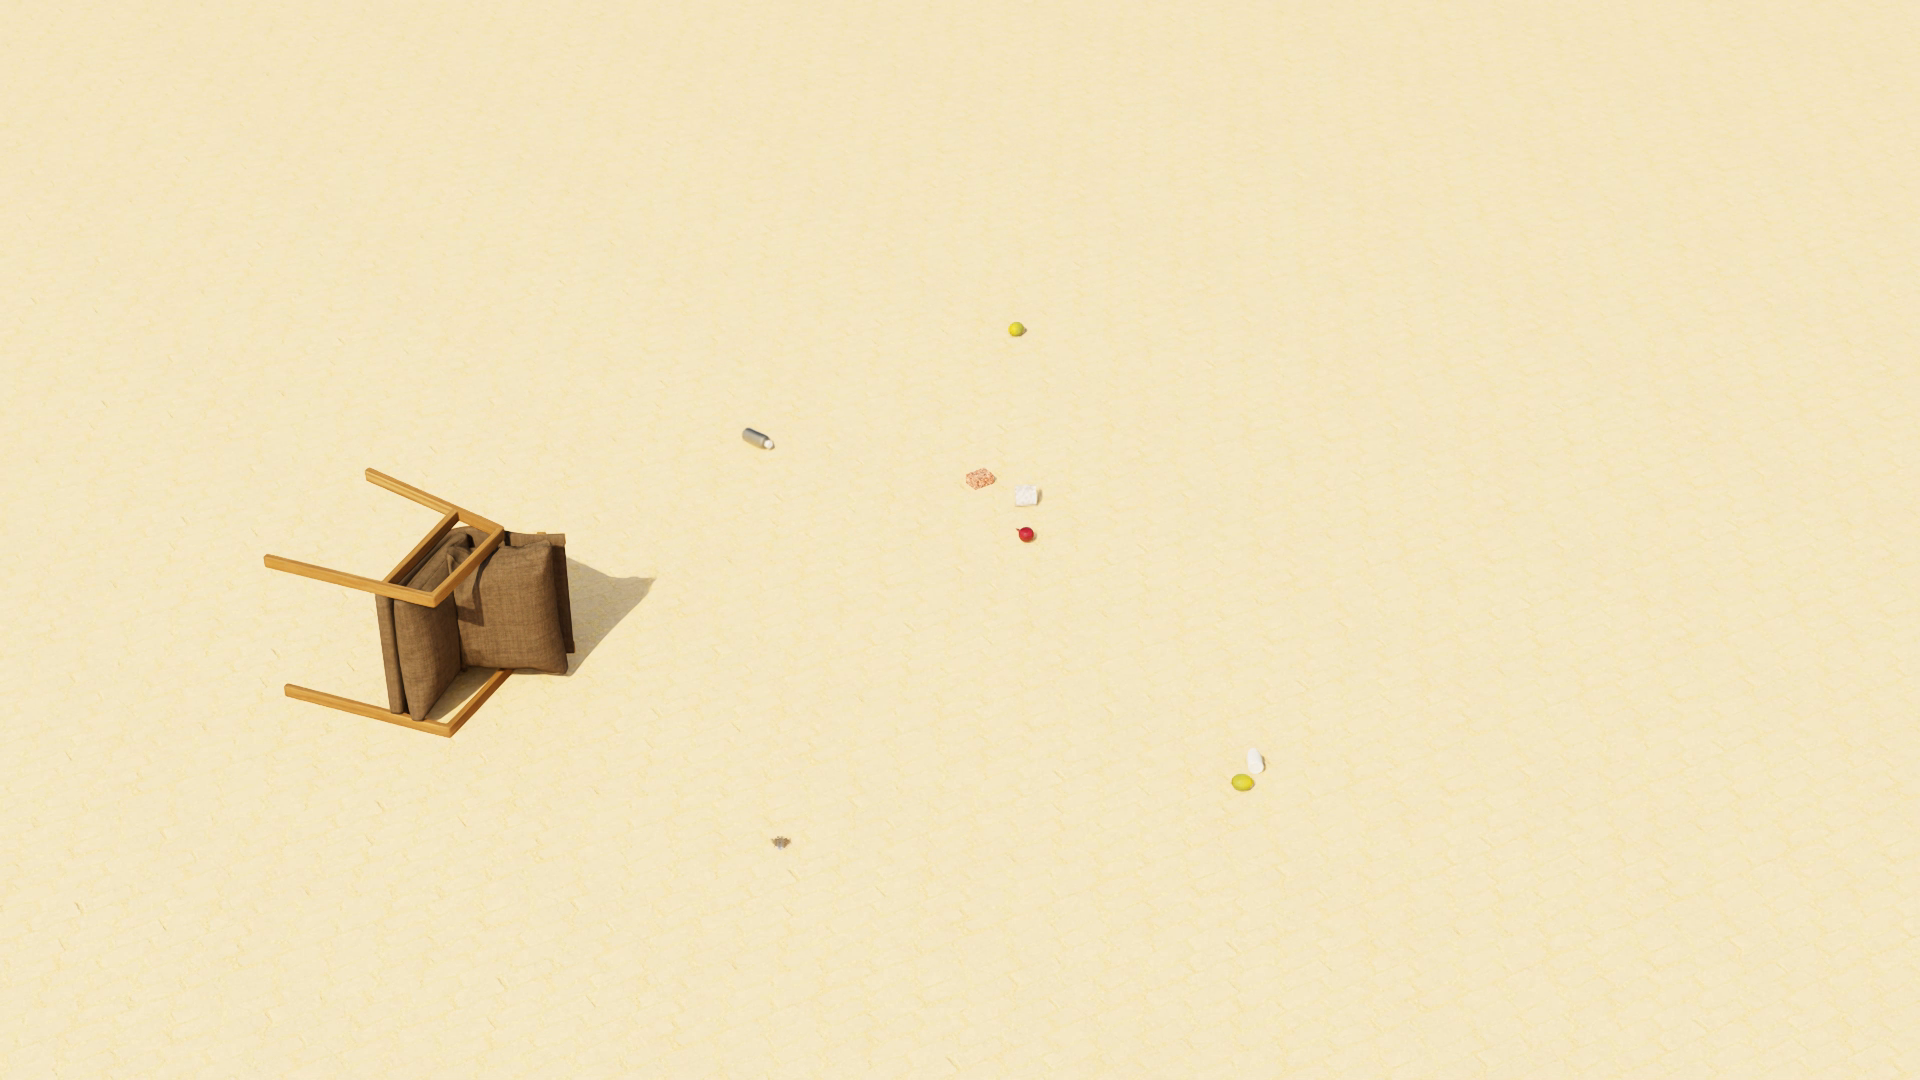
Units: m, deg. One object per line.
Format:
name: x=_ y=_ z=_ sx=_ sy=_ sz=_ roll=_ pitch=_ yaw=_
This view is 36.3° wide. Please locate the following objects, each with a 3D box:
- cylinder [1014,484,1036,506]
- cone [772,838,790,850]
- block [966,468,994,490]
cylinder: x=0.248 y=-0.171 z=11.138 sx=0.078 sy=0.068 sz=0.082 roll=-2 pitch=59 yaw=-4
cone: x=-0.578 y=0.983 z=9.433 sx=0.068 sy=0.057 sz=0.035 roll=1 pitch=73 yaw=6
block: x=0.076 y=-0.235 z=11.265 sx=0.085 sy=0.040 sz=0.064 roll=-20 pitch=39 yaw=-28
